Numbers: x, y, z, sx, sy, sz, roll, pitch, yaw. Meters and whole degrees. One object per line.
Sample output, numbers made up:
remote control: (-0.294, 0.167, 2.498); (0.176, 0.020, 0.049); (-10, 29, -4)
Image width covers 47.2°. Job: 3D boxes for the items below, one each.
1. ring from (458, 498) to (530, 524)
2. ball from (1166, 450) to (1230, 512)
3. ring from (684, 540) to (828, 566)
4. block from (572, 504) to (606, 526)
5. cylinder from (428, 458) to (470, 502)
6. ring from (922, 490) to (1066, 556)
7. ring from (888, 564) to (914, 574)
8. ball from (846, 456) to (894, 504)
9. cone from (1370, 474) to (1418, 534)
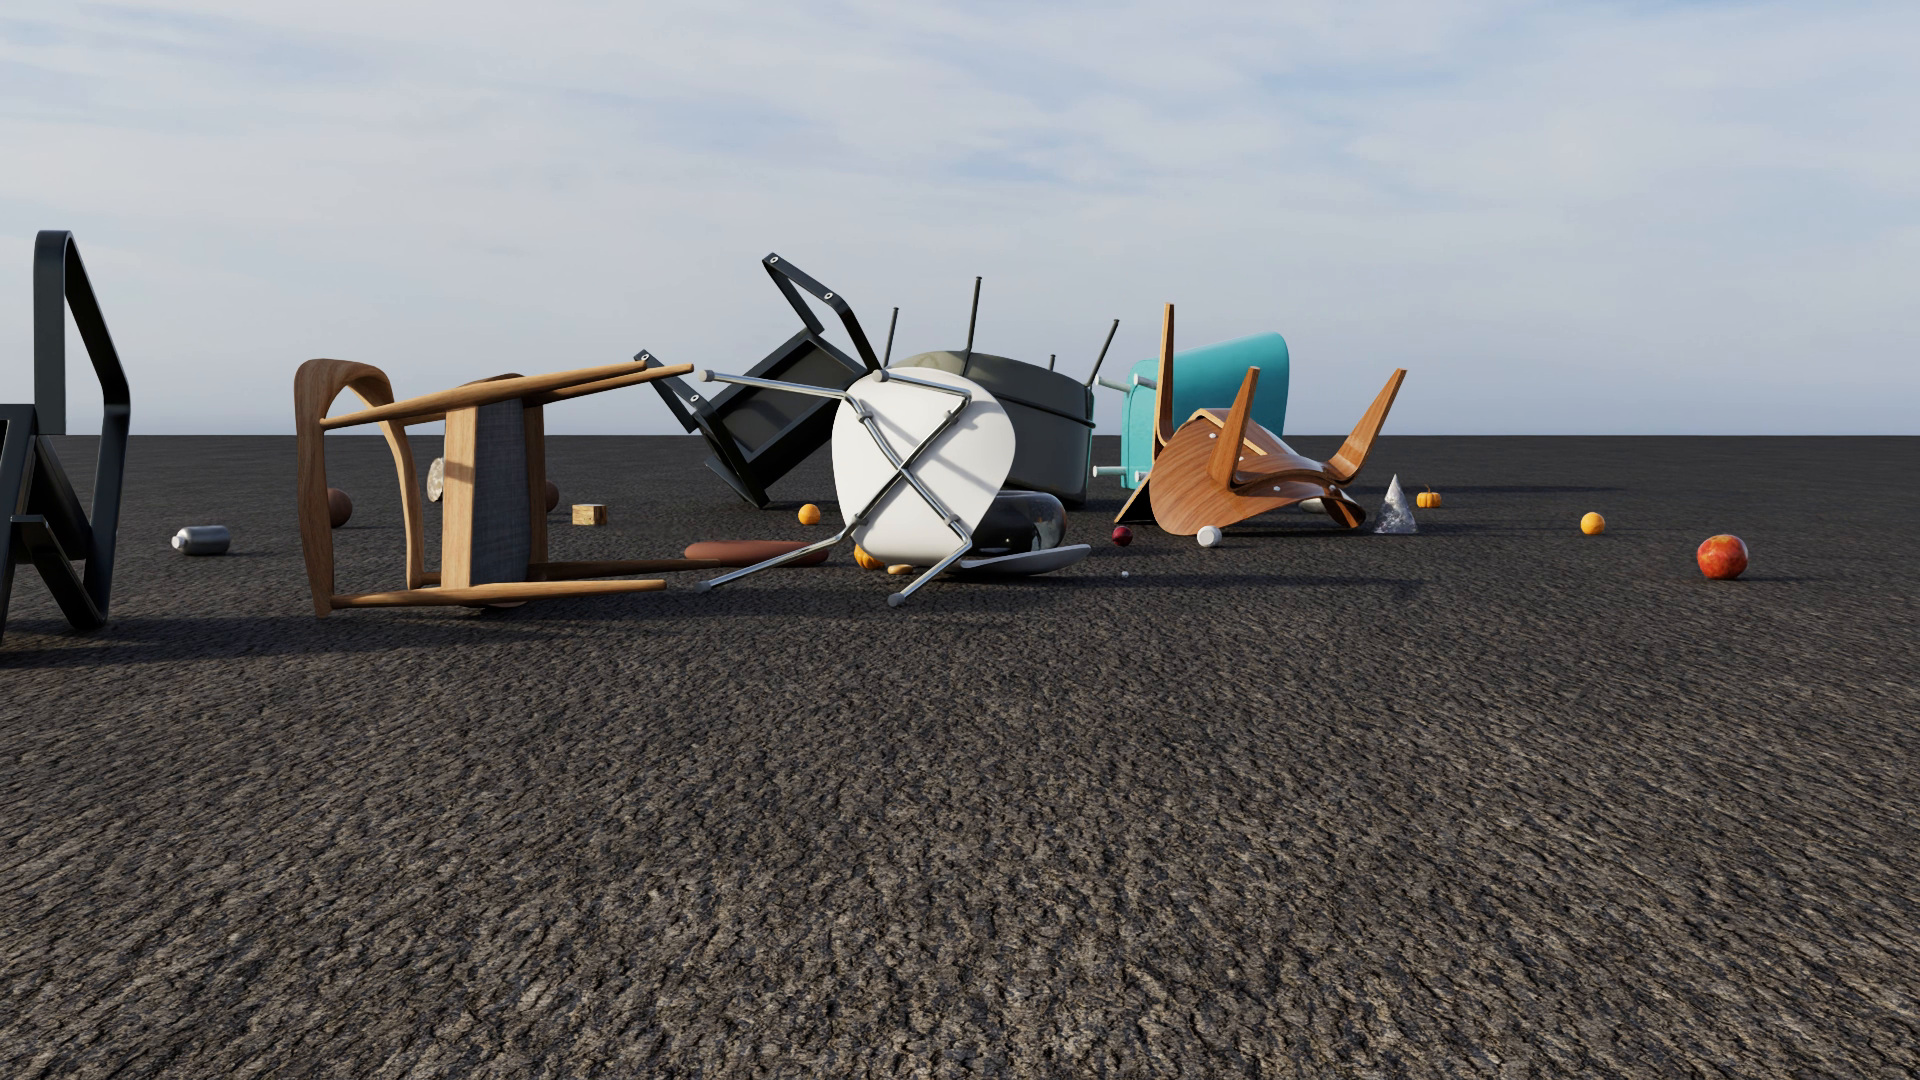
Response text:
ring: (-1.570, -0.099, 7.417); (0.240, 0.080, 0.242); (-2, 3, -9)
ball: (0.862, -0.213, 7.979); (0.228, 0.228, 0.228); (0, 4, 0)
ring: (-0.519, 0.035, 5.618); (0.370, 0.059, 0.217); (1, 3, 1)
block: (-1.231, -0.084, 7.314); (0.092, 0.063, 0.064); (3, 5, 33)
cylinder: (-2.047, -0.243, 8.798); (0.105, 0.201, 0.135); (-3, 46, -38)
ring: (0.095, -0.045, 6.035); (0.402, 0.165, 0.387); (2, 5, 35)
ring: (-0.145, 0.072, 5.345); (0.061, 0.021, 0.068); (1, 5, 26)
ball: (-0.349, -0.231, 8.535); (0.188, 0.188, 0.188); (0, 4, 0)
cone: (1.366, -0.117, 6.905); (0.157, 0.185, 0.133); (3, 5, 35)
